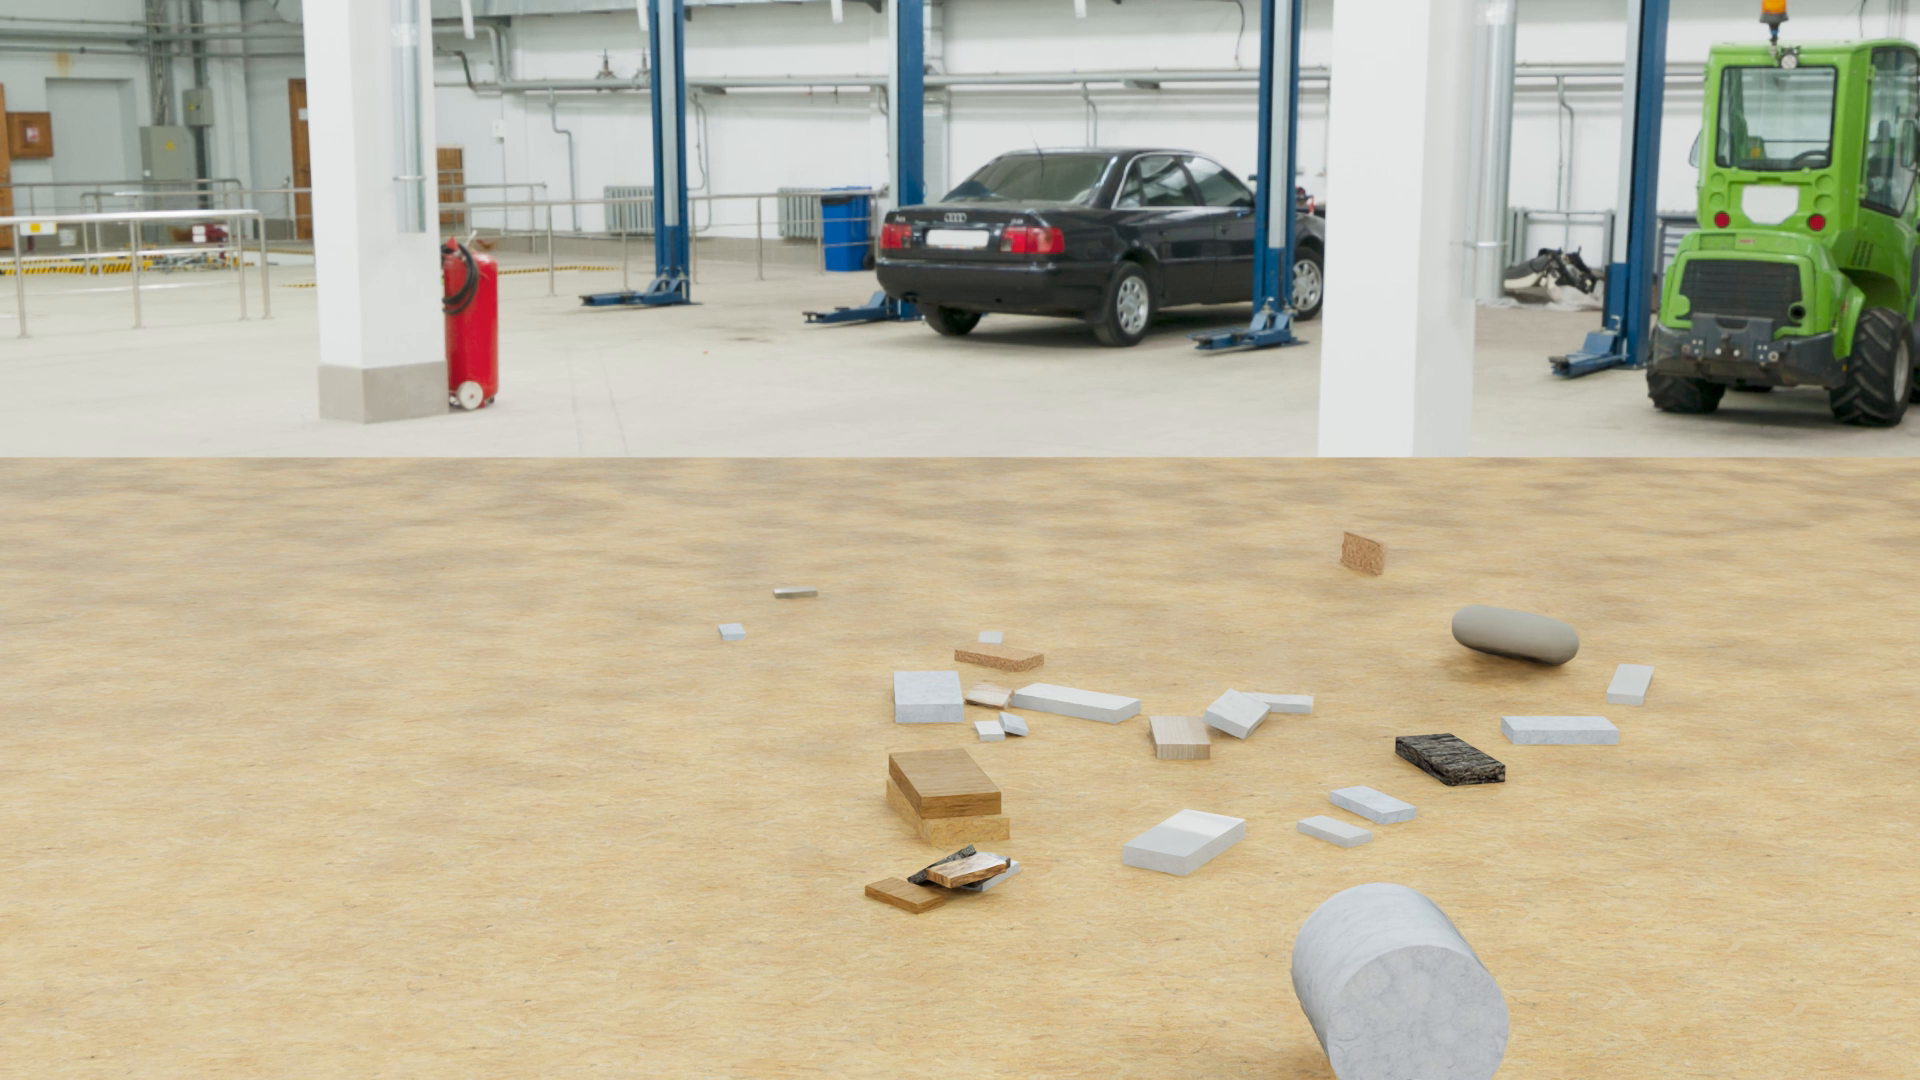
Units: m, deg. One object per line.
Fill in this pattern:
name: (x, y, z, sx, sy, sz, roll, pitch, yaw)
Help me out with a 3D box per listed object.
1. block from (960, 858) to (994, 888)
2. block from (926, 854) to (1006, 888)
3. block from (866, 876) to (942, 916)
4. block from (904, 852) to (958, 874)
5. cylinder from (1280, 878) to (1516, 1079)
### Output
block: (0.029, 0.556, 3.710, 0.061, 0.017, 0.122, 1, 11, 4)
block: (0.011, 0.549, 3.652, 0.122, 0.017, 0.061, -9, 14, -40)
block: (-0.091, 0.587, 3.634, 0.063, 0.018, 0.126, 7, 13, 35)
block: (-0.031, 0.553, 3.734, 0.063, 0.018, 0.126, -9, 14, -41)
cylinder: (0.580, 0.608, 2.929, 0.236, 0.236, 0.236, -17, -25, -8)
